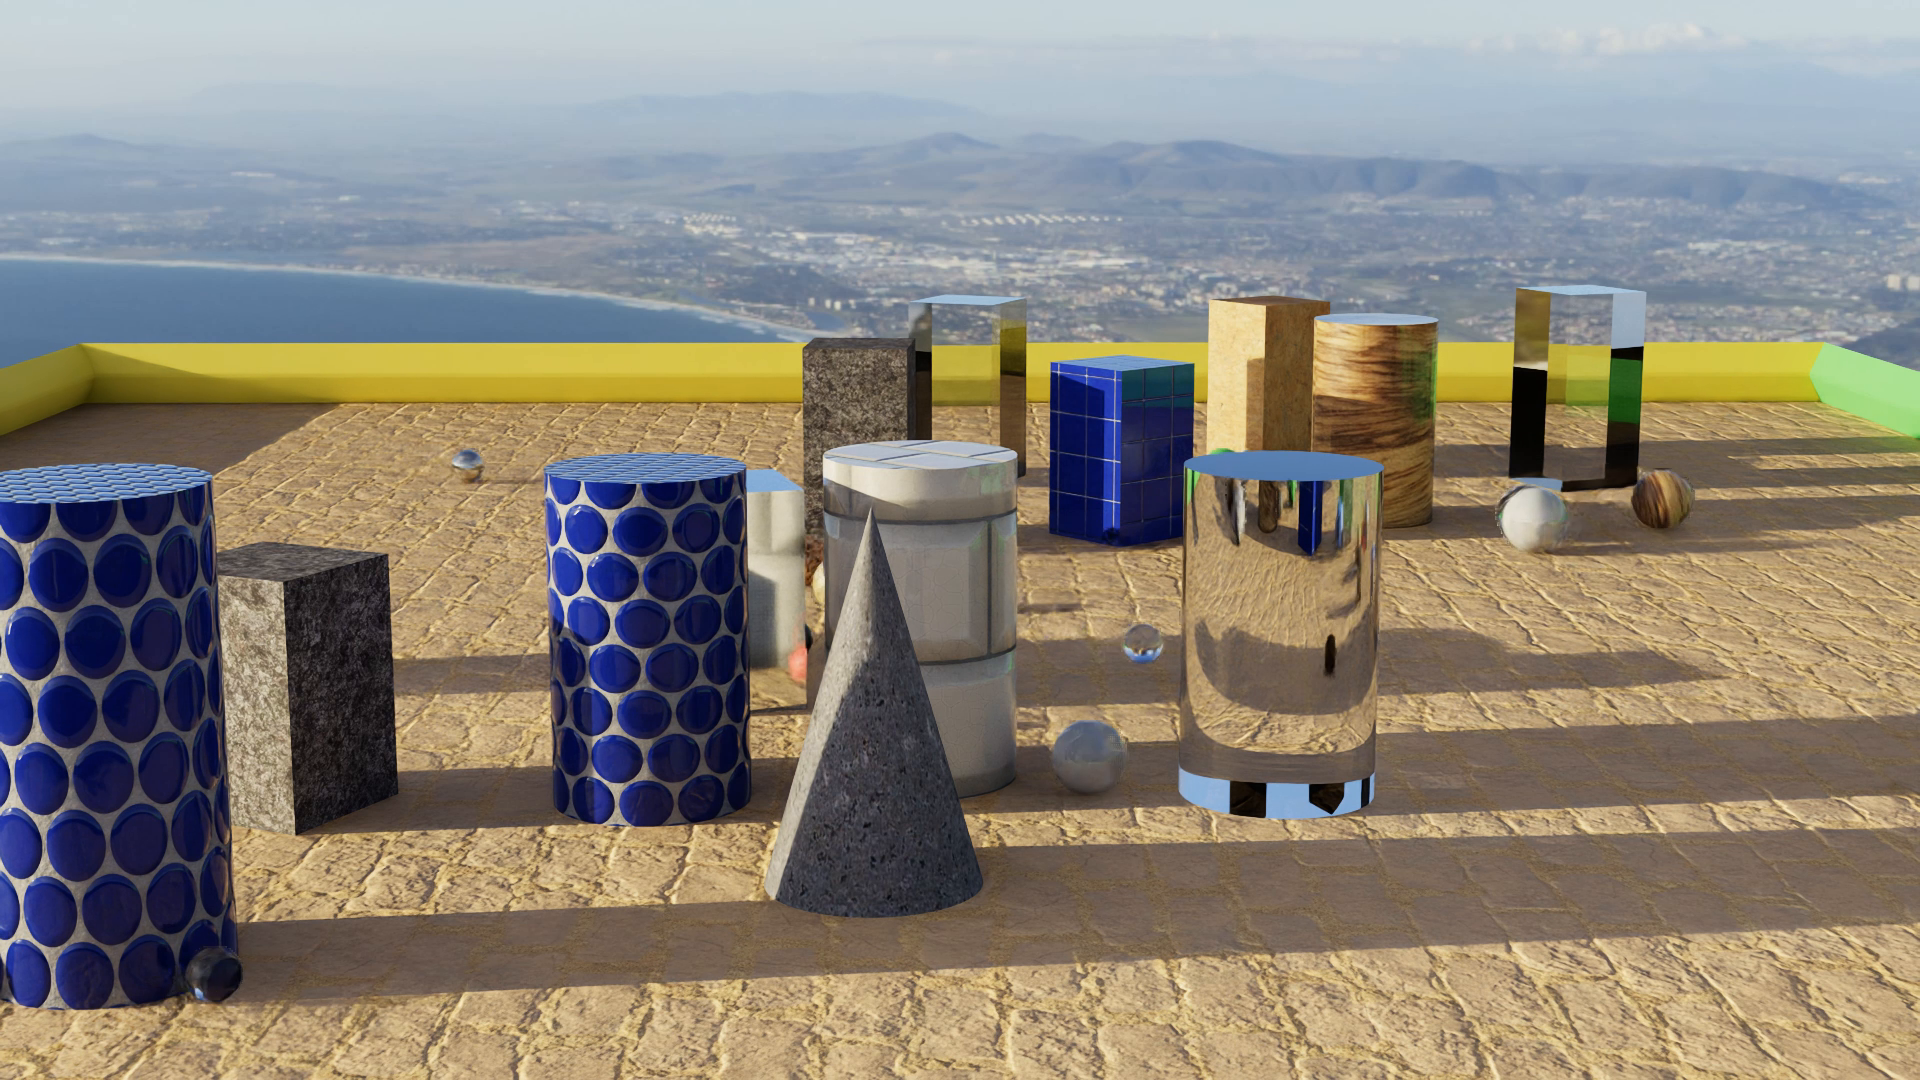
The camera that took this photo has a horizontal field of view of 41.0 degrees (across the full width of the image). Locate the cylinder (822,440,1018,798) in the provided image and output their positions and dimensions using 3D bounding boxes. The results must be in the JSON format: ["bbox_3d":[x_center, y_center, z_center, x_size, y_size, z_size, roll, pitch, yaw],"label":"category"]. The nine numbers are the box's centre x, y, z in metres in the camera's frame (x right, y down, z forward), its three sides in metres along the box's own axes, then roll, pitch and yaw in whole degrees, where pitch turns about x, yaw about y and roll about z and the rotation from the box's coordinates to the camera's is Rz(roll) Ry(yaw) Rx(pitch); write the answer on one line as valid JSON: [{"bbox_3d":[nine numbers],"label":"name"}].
[{"bbox_3d":[-0.040,0.078,2.638,0.198,0.337,0.198,0,10,0],"label":"cylinder"}]

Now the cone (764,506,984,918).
[{"bbox_3d":[-0.078,0.139,2.286,0.198,0.345,0.198,0,10,0],"label":"cone"}]

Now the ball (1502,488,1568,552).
[{"bbox_3d":[0.869,-0.030,3.876,0.099,0.099,0.099,0,10,0],"label":"ball"}]

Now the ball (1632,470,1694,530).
[{"bbox_3d":[1.115,-0.064,4.074,0.094,0.094,0.094,0,10,0],"label":"ball"}]

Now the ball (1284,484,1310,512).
[{"bbox_3d":[0.560,-0.070,4.230,0.048,0.048,0.048,0,10,0],"label":"ball"}]

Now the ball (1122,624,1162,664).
[{"bbox_3d":[0.225,0.128,3.161,0.049,0.049,0.049,0,10,0],"label":"ball"}]

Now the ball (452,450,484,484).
[{"bbox_3d":[-0.868,-0.129,4.526,0.057,0.057,0.057,0,10,0],"label":"ball"}]

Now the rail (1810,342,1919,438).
[{"bbox_3d":[1.879,0.031,3.459,0.045,0.129,4.385,0,10,0],"label":"rail"}]

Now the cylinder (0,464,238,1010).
[{"bbox_3d":[-0.693,0.152,2.064,0.198,0.401,0.198,0,10,0],"label":"cylinder"}]

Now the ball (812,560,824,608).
[{"bbox_3d":[-0.158,0.059,3.443,0.081,0.081,0.081,0,10,0],"label":"ball"}]

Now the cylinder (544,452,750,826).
[{"bbox_3d":[-0.309,0.094,2.551,0.198,0.337,0.198,0,10,0],"label":"cylinder"}]

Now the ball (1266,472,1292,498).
[{"bbox_3d":[0.543,-0.095,4.376,0.044,0.044,0.044,0,10,0],"label":"ball"}]

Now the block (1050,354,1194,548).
[{"bbox_3d":[0.252,-0.142,4.011,0.158,0.271,0.158,-9,14,-40],"label":"block"}]

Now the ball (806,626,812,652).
[{"bbox_3d":[-0.207,0.123,3.188,0.048,0.048,0.048,0,10,0],"label":"ball"}]

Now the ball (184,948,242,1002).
[{"bbox_3d":[-0.588,0.342,2.019,0.043,0.043,0.043,0,10,0],"label":"ball"}]

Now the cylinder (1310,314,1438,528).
[{"bbox_3d":[0.668,-0.195,4.148,0.198,0.325,0.198,0,10,0],"label":"cylinder"}]

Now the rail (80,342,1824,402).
[{"bbox_3d":[-0.012,-0.362,5.581,3.806,0.129,0.045,0,10,0],"label":"rail"}]

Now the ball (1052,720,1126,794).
[{"bbox_3d":[0.131,0.219,2.596,0.075,0.075,0.075,0,10,0],"label":"ball"}]

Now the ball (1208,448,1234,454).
[{"bbox_3d":[0.447,-0.113,4.362,0.085,0.085,0.085,0,10,0],"label":"ball"}]

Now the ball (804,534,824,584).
[{"bbox_3d":[-0.225,0.027,3.643,0.072,0.072,0.072,0,10,0],"label":"ball"}]

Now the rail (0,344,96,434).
[{"bbox_3d":[-1.879,0.035,3.438,0.045,0.129,4.385,0,10,0],"label":"rail"}]

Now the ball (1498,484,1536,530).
[{"bbox_3d":[0.877,-0.042,3.979,0.086,0.086,0.086,0,10,0],"label":"ball"}]

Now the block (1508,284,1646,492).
[{"bbox_3d":[1.083,-0.269,4.506,0.158,0.340,0.158,-4,11,-22],"label":"block"}]

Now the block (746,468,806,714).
[{"bbox_3d":[-0.274,0.059,2.968,0.158,0.255,0.158,-3,11,-16],"label":"block"}]

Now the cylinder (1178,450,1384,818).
[{"bbox_3d":[0.321,0.090,2.577,0.198,0.335,0.198,0,10,0],"label":"cylinder"}]

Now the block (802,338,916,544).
[{"bbox_3d":[-0.154,-0.152,3.967,0.158,0.306,0.158,1,11,4],"label":"block"}]

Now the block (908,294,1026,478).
[{"bbox_3d":[0.014,-0.266,4.548,0.158,0.319,0.158,5,11,24],"label":"block"}]

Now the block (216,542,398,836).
[{"bbox_3d":[-0.674,0.142,2.538,0.158,0.248,0.158,5,12,25],"label":"block"}]

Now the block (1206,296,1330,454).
[{"bbox_3d":[0.576,-0.300,4.797,0.158,0.295,0.158,-7,13,-34],"label":"block"}]
